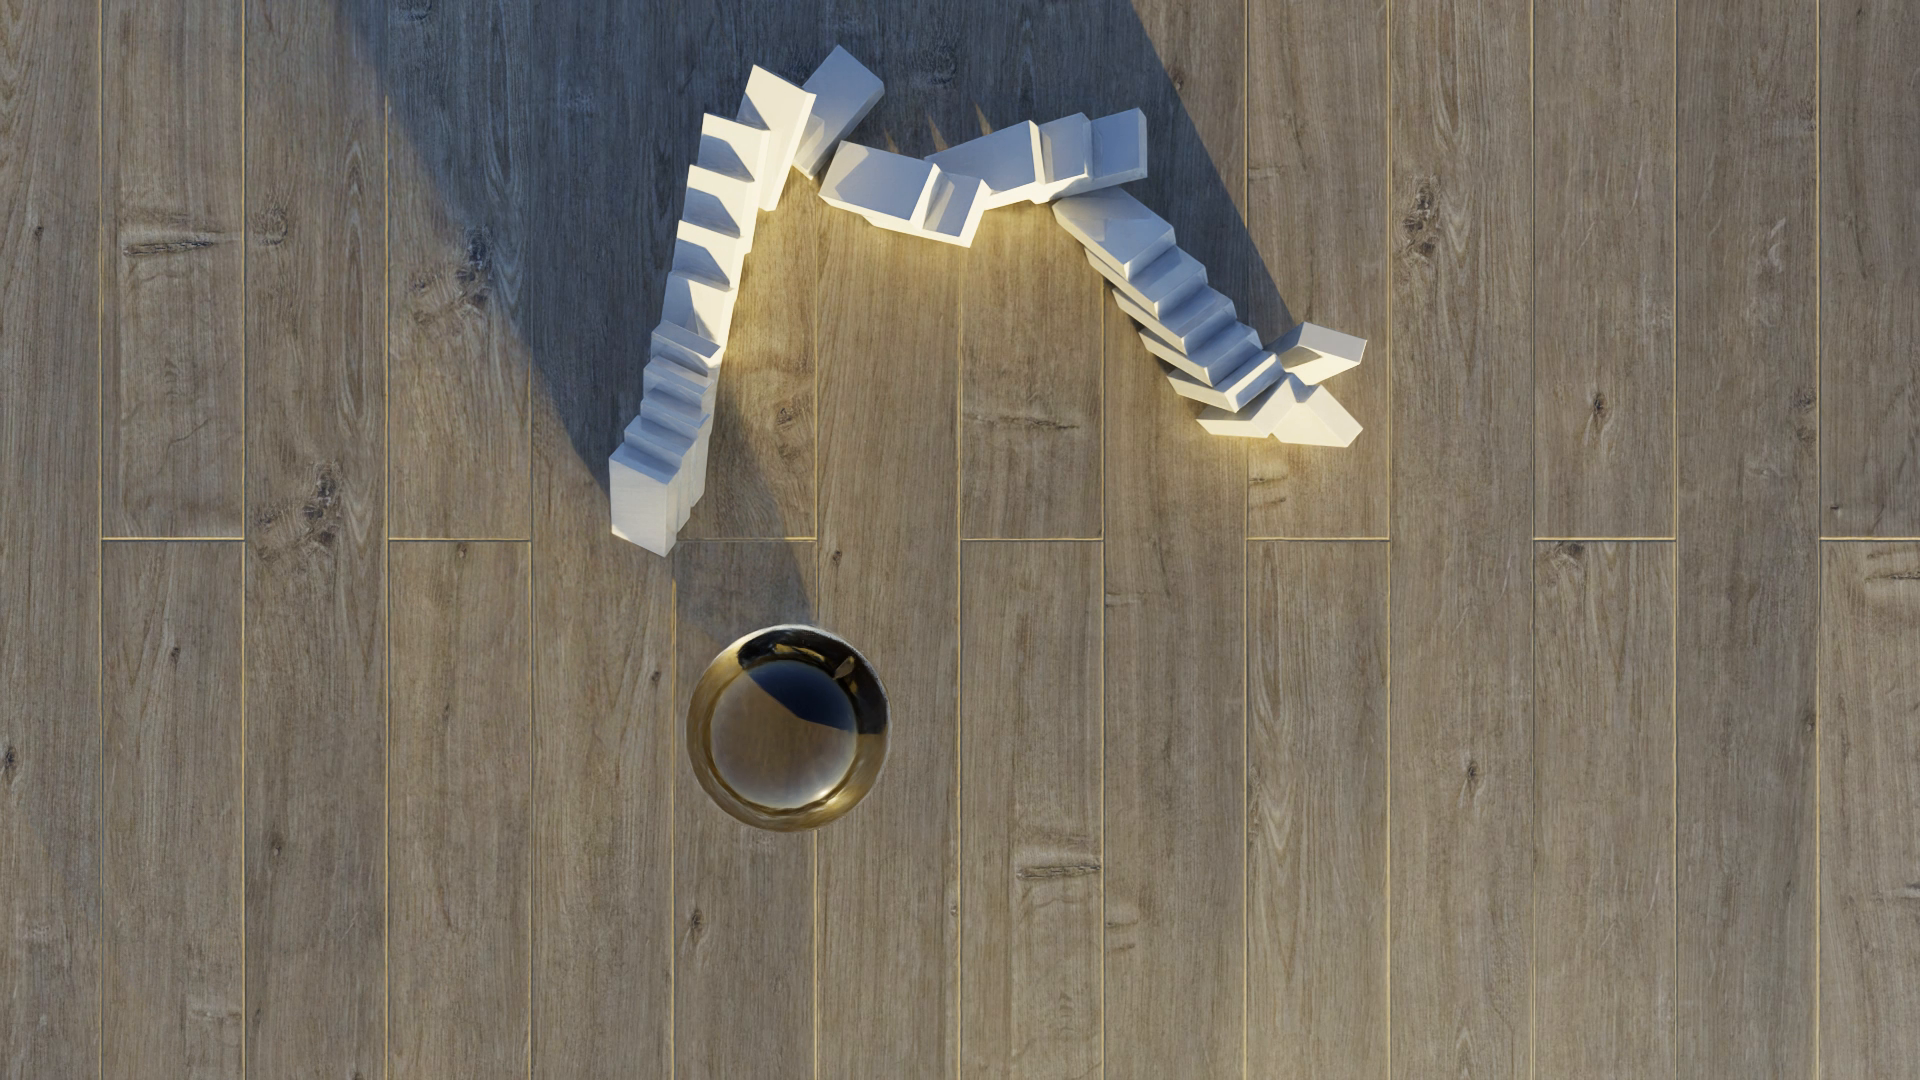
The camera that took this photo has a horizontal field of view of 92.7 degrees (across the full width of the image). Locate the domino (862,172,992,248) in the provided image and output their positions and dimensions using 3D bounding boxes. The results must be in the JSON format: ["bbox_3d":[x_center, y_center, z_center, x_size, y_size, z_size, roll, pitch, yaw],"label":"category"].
[{"bbox_3d":[-0.014,-0.141,0.384,0.050,0.010,0.025,22,92,27],"label":"domino"}]

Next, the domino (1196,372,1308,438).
[{"bbox_3d":[0.118,-0.055,0.375,0.009,0.050,0.025,41,90,-13],"label":"domino"}]

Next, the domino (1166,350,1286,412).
[{"bbox_3d":[0.108,-0.068,0.375,0.025,0.050,0.009,-38,112,0],"label":"domino"}]

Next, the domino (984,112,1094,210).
[{"bbox_3d":[0.030,-0.158,0.383,0.050,0.010,0.025,-3,89,30],"label":"domino"}]

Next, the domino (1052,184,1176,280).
[{"bbox_3d":[0.064,-0.132,0.383,0.025,0.009,0.050,-38,58,0],"label":"domino"}]

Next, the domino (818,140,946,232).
[{"bbox_3d":[-0.033,-0.149,0.384,0.050,0.010,0.025,25,93,27],"label":"domino"}]

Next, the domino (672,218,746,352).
[{"bbox_3d":[-0.108,-0.106,0.385,0.025,0.009,0.050,18,116,0],"label":"domino"}]

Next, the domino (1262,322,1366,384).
[{"bbox_3d":[0.142,-0.075,0.375,0.025,0.050,0.009,17,90,0],"label":"domino"}]

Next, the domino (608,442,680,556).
[{"bbox_3d":[-0.130,-0.016,0.378,0.025,0.050,0.009,25,50,0],"label":"domino"}]

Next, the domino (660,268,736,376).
[{"bbox_3d":[-0.112,-0.085,0.385,0.025,0.009,0.050,19,116,0],"label":"domino"}]

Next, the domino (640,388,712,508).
[{"bbox_3d":[-0.118,-0.037,0.378,0.025,0.050,0.009,25,50,0],"label":"domino"}]

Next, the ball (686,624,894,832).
[{"bbox_3d":[-0.066,0.073,0.360,0.080,0.080,0.080,0,90,0],"label":"ball"}]

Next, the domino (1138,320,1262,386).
[{"bbox_3d":[0.098,-0.082,0.377,0.025,0.050,0.010,-37,126,0],"label":"domino"}]

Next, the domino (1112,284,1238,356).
[{"bbox_3d":[0.088,-0.098,0.379,0.025,0.009,0.050,-37,45,0],"label":"domino"}]

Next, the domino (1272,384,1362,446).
[{"bbox_3d":[0.138,-0.051,0.373,0.025,0.050,0.010,41,90,-13],"label":"domino"}]

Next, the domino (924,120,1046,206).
[{"bbox_3d":[0.010,-0.154,0.384,0.050,0.010,0.025,-6,90,30],"label":"domino"}]

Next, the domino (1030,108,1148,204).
[{"bbox_3d":[0.052,-0.160,0.383,0.050,0.010,0.025,-2,85,30],"label":"domino"}]

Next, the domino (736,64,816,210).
[{"bbox_3d":[-0.082,-0.168,0.385,0.025,0.009,0.050,28,115,0],"label":"domino"}]

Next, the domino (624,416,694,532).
[{"bbox_3d":[-0.124,-0.026,0.378,0.025,0.050,0.010,25,50,0],"label":"domino"}]

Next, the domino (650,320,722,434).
[{"bbox_3d":[-0.114,-0.064,0.378,0.025,0.050,0.010,25,48,0],"label":"domino"}]

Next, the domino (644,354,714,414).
[{"bbox_3d":[-0.117,-0.050,0.378,0.025,0.050,0.010,25,50,0],"label":"domino"}]

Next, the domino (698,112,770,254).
[{"bbox_3d":[-0.097,-0.149,0.385,0.025,0.010,0.050,17,116,1],"label":"domino"}]

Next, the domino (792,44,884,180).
[{"bbox_3d":[-0.059,-0.184,0.395,0.025,0.009,0.050,40,90,0],"label":"domino"}]

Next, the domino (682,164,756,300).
[{"bbox_3d":[-0.103,-0.128,0.385,0.025,0.010,0.050,18,116,1],"label":"domino"}]

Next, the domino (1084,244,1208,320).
[{"bbox_3d":[0.077,-0.114,0.381,0.025,0.009,0.050,-37,53,0],"label":"domino"}]
